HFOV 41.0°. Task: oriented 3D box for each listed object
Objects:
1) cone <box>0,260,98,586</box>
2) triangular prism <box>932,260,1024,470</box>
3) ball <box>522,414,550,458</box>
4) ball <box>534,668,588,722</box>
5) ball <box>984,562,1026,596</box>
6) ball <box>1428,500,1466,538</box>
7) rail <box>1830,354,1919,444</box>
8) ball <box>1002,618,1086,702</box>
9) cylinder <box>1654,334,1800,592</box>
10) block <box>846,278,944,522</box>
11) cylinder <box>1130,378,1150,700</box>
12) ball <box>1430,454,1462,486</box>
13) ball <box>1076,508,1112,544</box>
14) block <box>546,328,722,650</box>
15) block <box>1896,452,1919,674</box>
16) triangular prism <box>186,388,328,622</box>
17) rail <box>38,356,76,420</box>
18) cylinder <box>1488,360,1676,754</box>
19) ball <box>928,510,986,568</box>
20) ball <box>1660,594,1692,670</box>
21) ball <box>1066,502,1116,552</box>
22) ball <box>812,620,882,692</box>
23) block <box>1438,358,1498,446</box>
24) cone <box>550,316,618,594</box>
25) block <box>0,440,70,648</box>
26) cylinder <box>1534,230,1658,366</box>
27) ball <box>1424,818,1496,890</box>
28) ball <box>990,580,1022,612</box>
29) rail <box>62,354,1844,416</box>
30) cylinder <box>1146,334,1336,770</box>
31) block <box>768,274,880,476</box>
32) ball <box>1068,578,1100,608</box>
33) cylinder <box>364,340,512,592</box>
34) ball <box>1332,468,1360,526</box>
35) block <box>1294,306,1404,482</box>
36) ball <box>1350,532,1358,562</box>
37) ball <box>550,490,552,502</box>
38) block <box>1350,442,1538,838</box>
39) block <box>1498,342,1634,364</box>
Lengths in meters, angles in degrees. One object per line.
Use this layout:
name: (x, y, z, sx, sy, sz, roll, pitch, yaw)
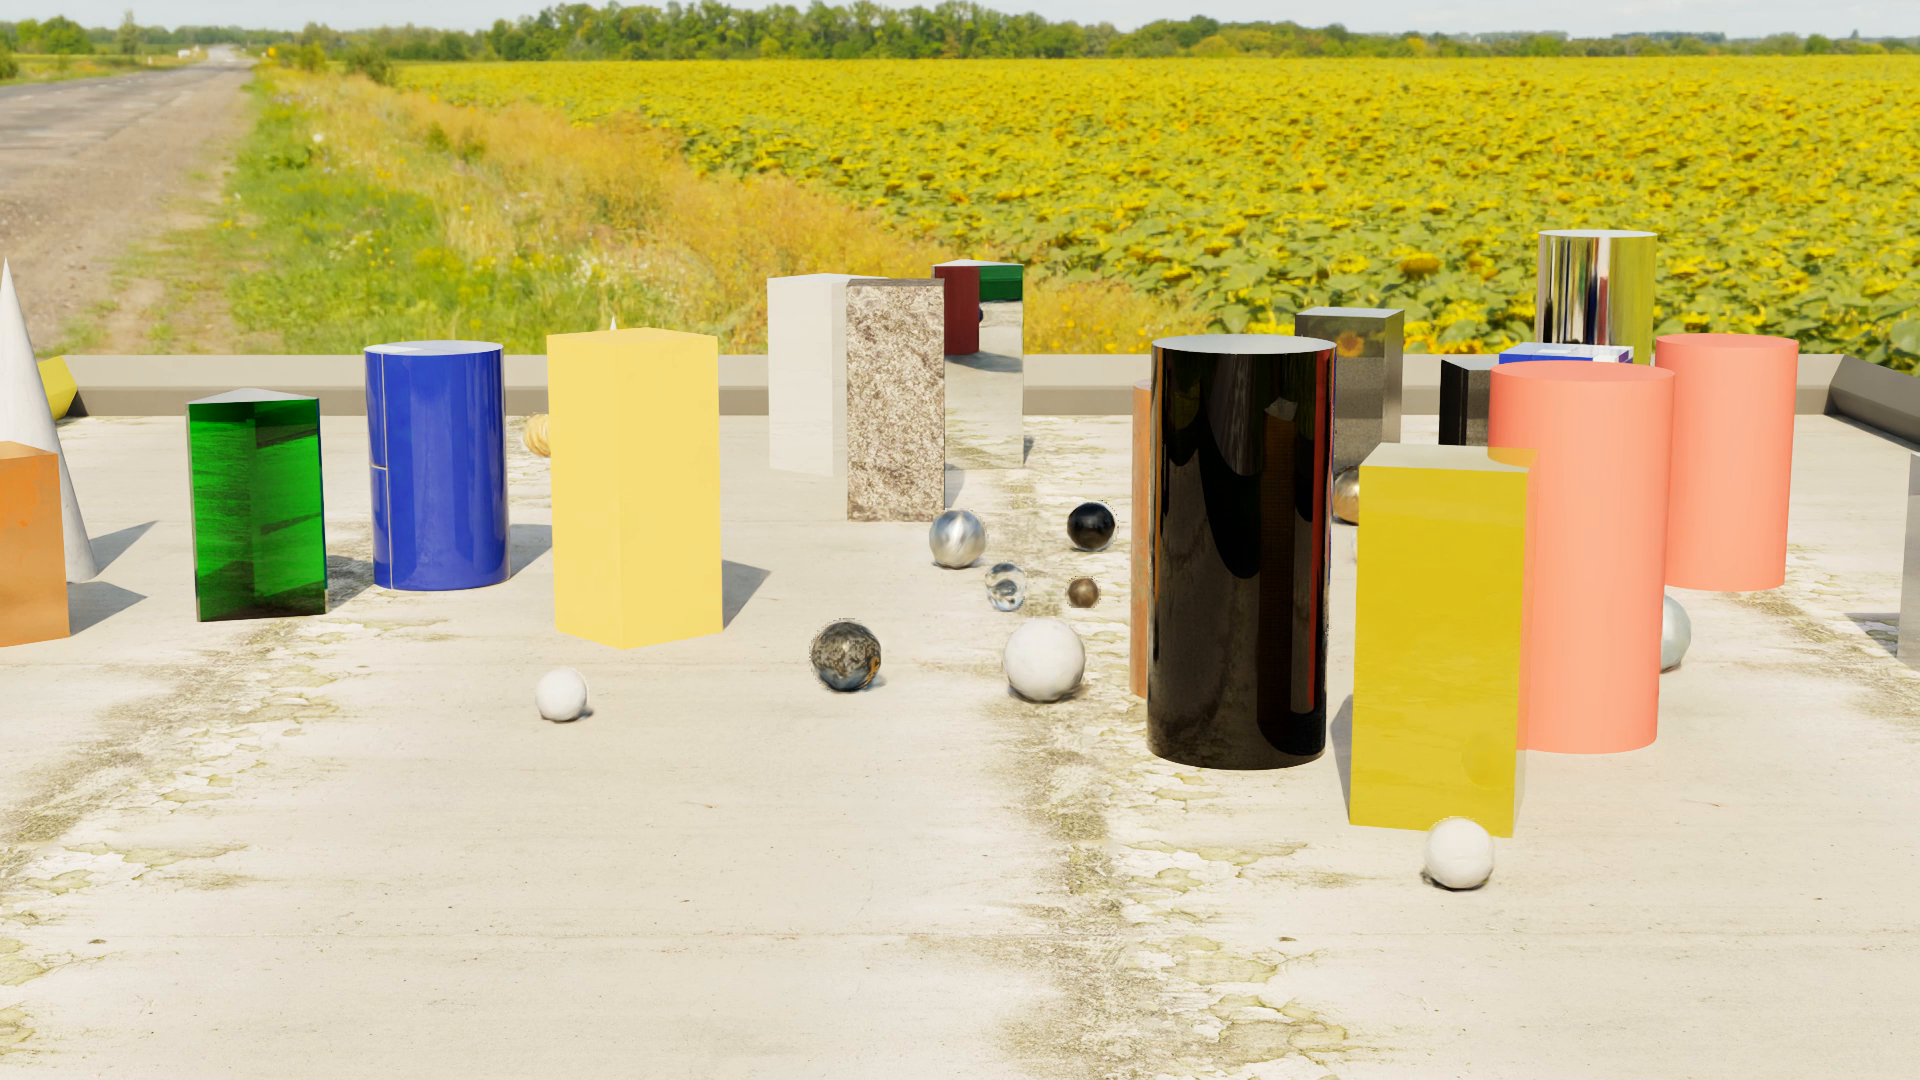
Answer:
cone: (-1.339, -0.172, 3.641, 0.194, 0.460, 0.194, 0, 11, 0)
triangular prism: (0.019, -0.323, 4.700, 0.168, 0.370, 0.145, -2, 11, -10)
ball: (-0.777, -0.196, 4.805, 0.082, 0.082, 0.082, 0, 11, 0)
ball: (-0.447, 0.174, 2.874, 0.059, 0.059, 0.059, 0, 11, 0)
ball: (0.062, 0.059, 3.502, 0.057, 0.057, 0.057, 0, 11, 0)
ball: (0.756, -0.031, 3.981, 0.059, 0.059, 0.059, 0, 11, 0)
rail: (1.841, 0.030, 3.459, 0.045, 0.126, 3.911, 0, 11, 0)
ball: (0.098, 0.138, 2.965, 0.096, 0.096, 0.096, 0, 11, 0)
cylinder: (1.081, -0.113, 3.648, 0.194, 0.342, 0.194, 0, 11, 0)
block: (-0.103, -0.229, 4.171, 0.155, 0.379, 0.155, 0, 11, 0)
cylinder: (0.297, -0.002, 2.995, 0.194, 0.360, 0.194, 0, 11, 0)
ball: (0.850, -0.124, 4.488, 0.055, 0.055, 0.055, 0, 11, 0)
ball: (0.206, -0.022, 3.945, 0.054, 0.054, 0.054, 0, 11, 0)
block: (-0.418, -0.071, 3.299, 0.155, 0.385, 0.155, -9, 14, -41)
block: (1.239, 0.035, 3.078, 0.155, 0.258, 0.155, 0, 11, -1)
triangular prism: (-0.949, -0.052, 3.456, 0.168, 0.291, 0.145, -3, 11, -18)
rail: (-1.841, 0.034, 3.439, 0.045, 0.126, 3.911, 0, 11, 0)
cylinder: (0.670, 0.014, 2.799, 0.194, 0.400, 0.194, 0, 11, 0)
ball: (-0.004, -0.002, 3.751, 0.085, 0.085, 0.085, 0, 11, 0)
ball: (0.837, 0.111, 3.110, 0.097, 0.097, 0.097, 0, 11, 0)
ball: (0.198, -0.020, 3.875, 0.076, 0.076, 0.076, 0, 11, 0)
ball: (-0.133, 0.136, 3.011, 0.083, 0.083, 0.083, 0, 11, 0)
block: (0.870, -0.159, 4.144, 0.155, 0.251, 0.155, -1, 11, -6)
cone: (-0.478, -0.121, 3.575, 0.194, 0.384, 0.194, 0, 11, 0)
block: (-1.254, 0.007, 3.283, 0.155, 0.239, 0.155, -9, 14, -41)
cylinder: (1.064, -0.292, 4.321, 0.194, 0.447, 0.194, 0, 11, 0)
ball: (0.446, 0.280, 2.292, 0.063, 0.063, 0.063, 0, 11, 0)
ball: (0.063, 0.074, 3.454, 0.043, 0.043, 0.043, 0, 11, 0)
rail: (-0.011, -0.320, 5.348, 3.730, 0.126, 0.045, 0, 11, 0)
cylinder: (0.298, 0.008, 2.732, 0.194, 0.437, 0.194, 0, 11, 0)
block: (-0.238, -0.303, 4.657, 0.155, 0.345, 0.155, 8, 13, 38)
ball: (0.167, 0.072, 3.470, 0.043, 0.043, 0.043, 0, 11, 0)
cylinder: (-0.741, -0.108, 3.645, 0.194, 0.332, 0.194, 0, 11, 0)
ball: (0.637, -0.069, 4.097, 0.091, 0.091, 0.091, 0, 11, 0)
block: (0.668, -0.239, 4.421, 0.155, 0.307, 0.155, 4, 11, 21)
ball: (0.603, 0.009, 3.758, 0.061, 0.061, 0.061, 0, 11, 0)
ball: (-0.651, -0.071, 4.224, 0.048, 0.048, 0.048, 0, 11, 0)
block: (0.474, 0.093, 2.506, 0.155, 0.353, 0.155, 3, 11, 16)
block: (0.838, -0.097, 3.571, 0.155, 0.337, 0.155, 5, 11, 23)
